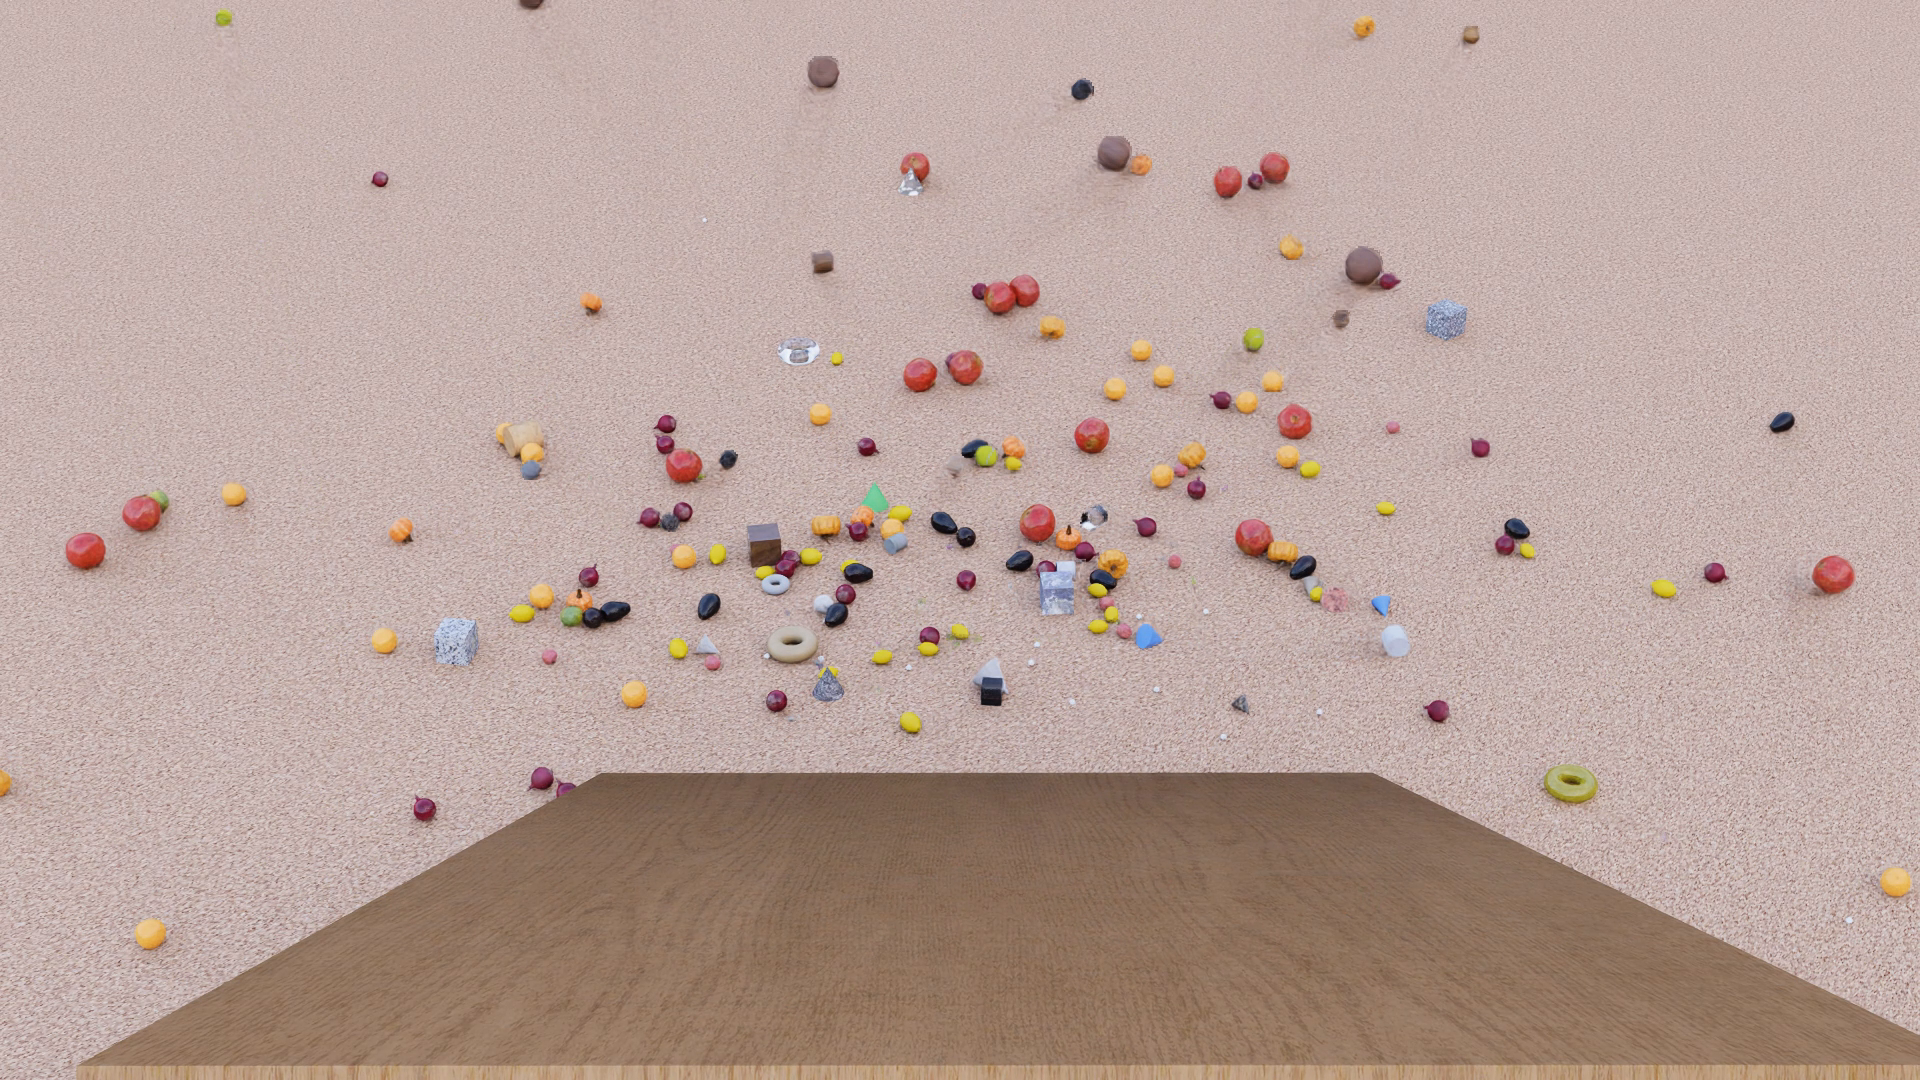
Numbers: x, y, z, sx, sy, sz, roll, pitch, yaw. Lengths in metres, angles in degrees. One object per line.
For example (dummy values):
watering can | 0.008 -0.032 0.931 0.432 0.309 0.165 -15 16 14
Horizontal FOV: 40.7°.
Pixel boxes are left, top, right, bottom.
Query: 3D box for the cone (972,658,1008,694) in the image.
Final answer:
cone | 0.102 0.395 7.172 0.097 0.097 0.097 44 47 14

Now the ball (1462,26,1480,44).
ball | 2.226 -2.197 11.284 0.071 0.071 0.071 0 32 0

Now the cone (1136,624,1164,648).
cone | 0.551 0.277 7.370 0.071 0.071 0.071 13 22 -33

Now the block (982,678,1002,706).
block | 0.088 0.417 7.126 0.055 0.055 0.055 3 32 4

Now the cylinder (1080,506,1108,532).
cylinder | 0.409 -0.067 7.893 0.060 0.060 0.060 22 38 31

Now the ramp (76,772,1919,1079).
ramp | 0.071 0.628 4.721 2.000 0.100 4.000 0 -1 0

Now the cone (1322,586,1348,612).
cone | 1.087 0.169 7.540 0.076 0.076 0.076 2 5 3

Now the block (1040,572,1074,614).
block | 0.280 0.154 7.514 0.089 0.089 0.089 -2 32 -3

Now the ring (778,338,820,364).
ring | -0.550 -0.644 8.826 0.144 0.048 0.144 -1 33 0

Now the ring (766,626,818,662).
ring | -0.473 0.294 7.328 0.148 0.049 0.148 -1 33 0

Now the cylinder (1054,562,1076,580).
cylinder | 0.311 0.089 7.650 0.053 0.053 0.053 0 32 -8

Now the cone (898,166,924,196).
cone | -0.188 -1.393 9.973 0.099 0.099 0.099 0 32 0

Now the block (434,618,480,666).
block | -1.418 0.286 7.299 0.093 0.093 0.093 5 32 9

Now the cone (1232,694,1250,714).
cone | 0.777 0.457 7.091 0.050 0.050 0.050 -24 66 -33

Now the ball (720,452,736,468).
ball | -0.733 -0.251 8.195 0.052 0.052 0.052 0 32 0

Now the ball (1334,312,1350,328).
ball | 1.327 -0.765 9.013 0.055 0.055 0.055 0 32 0

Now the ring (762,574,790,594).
ring | -0.541 0.131 7.608 0.083 0.028 0.083 0 36 0

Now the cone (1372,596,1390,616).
cone | 1.225 0.200 7.500 0.057 0.057 0.057 -6 59 -9

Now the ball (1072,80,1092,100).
ball | 0.503 -1.864 10.742 0.082 0.082 0.082 0 32 0

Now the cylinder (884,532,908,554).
cylinder | -0.192 0.010 7.779 0.051 0.051 0.051 27 43 36

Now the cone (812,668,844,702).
cone | -0.364 0.384 7.146 0.088 0.088 0.088 0 32 0

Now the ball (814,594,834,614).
ball | -0.393 0.186 7.493 0.056 0.056 0.056 0 32 0

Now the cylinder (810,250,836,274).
cylinder | -0.496 -1.007 9.387 0.067 0.067 0.067 -34 40 -8

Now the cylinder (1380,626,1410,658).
cylinder | 1.229 0.287 7.323 0.066 0.066 0.066 -3 32 -4

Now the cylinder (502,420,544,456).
cylinder | -1.394 -0.326 8.271 0.098 0.098 0.098 -18 36 -27

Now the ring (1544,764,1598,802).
ring | 1.599 0.637 6.783 0.140 0.047 0.140 0 31 0

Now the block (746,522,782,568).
block | -0.584 0.016 7.732 0.091 0.091 0.091 -6 32 -9

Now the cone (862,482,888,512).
cone | -0.263 -0.144 7.992 0.085 0.085 0.085 0 32 0

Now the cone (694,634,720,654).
cone | -0.707 0.306 7.328 0.063 0.063 0.063 27 32 -7

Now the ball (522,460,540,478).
ball | -1.346 -0.223 8.143 0.058 0.058 0.058 0 32 0

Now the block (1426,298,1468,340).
block | 1.684 -0.762 8.970 0.096 0.096 0.096 -26 40 -35

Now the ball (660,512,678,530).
ball | -0.882 -0.056 7.881 0.055 0.055 0.055 0 32 0

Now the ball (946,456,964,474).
ball | -0.014 -0.237 8.168 0.056 0.056 0.056 0 32 0
